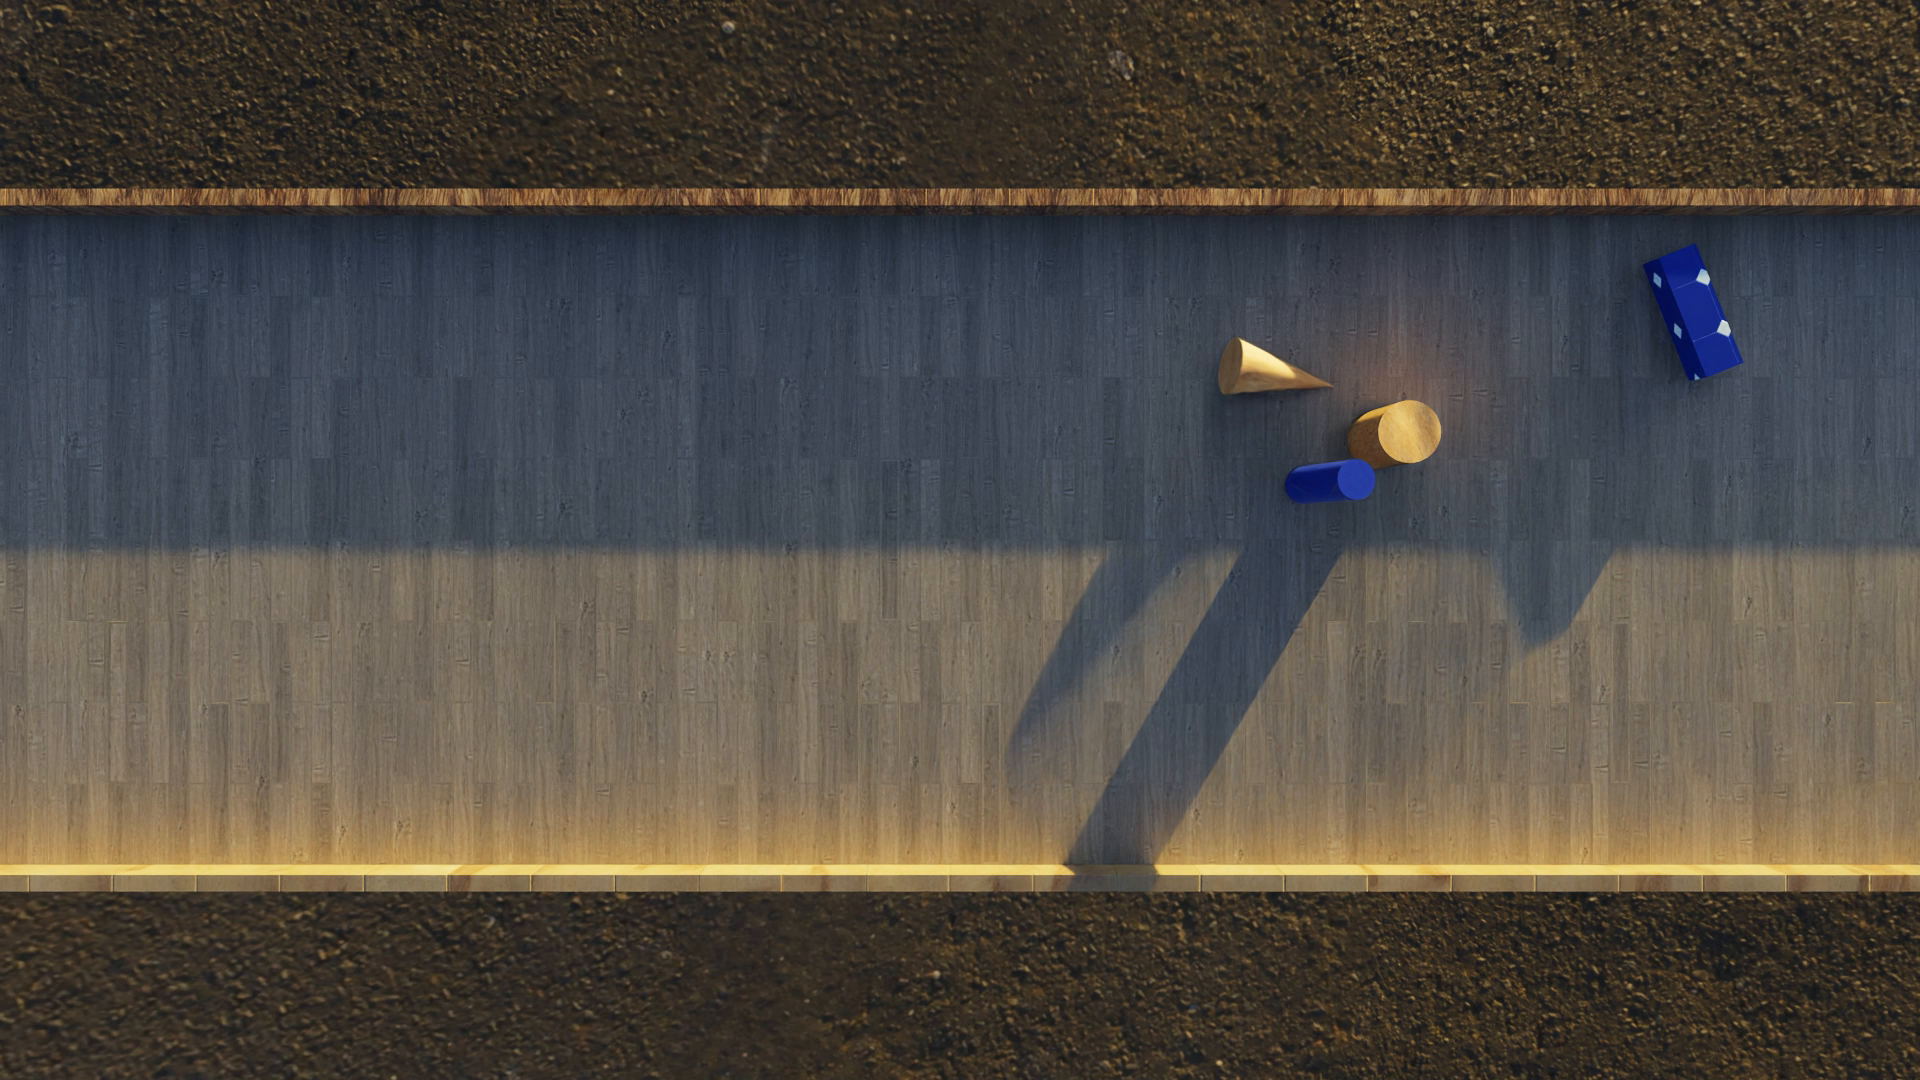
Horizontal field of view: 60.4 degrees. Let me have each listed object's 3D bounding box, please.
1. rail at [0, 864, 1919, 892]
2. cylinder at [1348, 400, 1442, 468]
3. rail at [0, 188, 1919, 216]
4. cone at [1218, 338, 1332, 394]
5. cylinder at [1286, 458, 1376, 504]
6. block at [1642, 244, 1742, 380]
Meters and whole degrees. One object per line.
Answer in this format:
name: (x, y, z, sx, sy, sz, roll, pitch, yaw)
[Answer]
rail: (-2.247, 1.025, 5.001, 12.000, 0.150, 0.050, 0, 90, 0)
cylinder: (1.281, -0.309, 4.888, 0.179, 0.378, 0.179, 0, 90, 0)
rail: (-2.247, -1.025, 5.002, 12.000, 0.150, 0.050, 0, 90, 0)
cone: (0.985, -0.499, 5.034, 0.347, 0.175, 0.175, 9, 90, -14)
cylinder: (1.091, -0.171, 4.879, 0.116, 0.379, 0.116, 0, 89, -11)
block: (2.228, -0.690, 5.017, 0.119, 0.119, 0.387, -22, 90, 0)
